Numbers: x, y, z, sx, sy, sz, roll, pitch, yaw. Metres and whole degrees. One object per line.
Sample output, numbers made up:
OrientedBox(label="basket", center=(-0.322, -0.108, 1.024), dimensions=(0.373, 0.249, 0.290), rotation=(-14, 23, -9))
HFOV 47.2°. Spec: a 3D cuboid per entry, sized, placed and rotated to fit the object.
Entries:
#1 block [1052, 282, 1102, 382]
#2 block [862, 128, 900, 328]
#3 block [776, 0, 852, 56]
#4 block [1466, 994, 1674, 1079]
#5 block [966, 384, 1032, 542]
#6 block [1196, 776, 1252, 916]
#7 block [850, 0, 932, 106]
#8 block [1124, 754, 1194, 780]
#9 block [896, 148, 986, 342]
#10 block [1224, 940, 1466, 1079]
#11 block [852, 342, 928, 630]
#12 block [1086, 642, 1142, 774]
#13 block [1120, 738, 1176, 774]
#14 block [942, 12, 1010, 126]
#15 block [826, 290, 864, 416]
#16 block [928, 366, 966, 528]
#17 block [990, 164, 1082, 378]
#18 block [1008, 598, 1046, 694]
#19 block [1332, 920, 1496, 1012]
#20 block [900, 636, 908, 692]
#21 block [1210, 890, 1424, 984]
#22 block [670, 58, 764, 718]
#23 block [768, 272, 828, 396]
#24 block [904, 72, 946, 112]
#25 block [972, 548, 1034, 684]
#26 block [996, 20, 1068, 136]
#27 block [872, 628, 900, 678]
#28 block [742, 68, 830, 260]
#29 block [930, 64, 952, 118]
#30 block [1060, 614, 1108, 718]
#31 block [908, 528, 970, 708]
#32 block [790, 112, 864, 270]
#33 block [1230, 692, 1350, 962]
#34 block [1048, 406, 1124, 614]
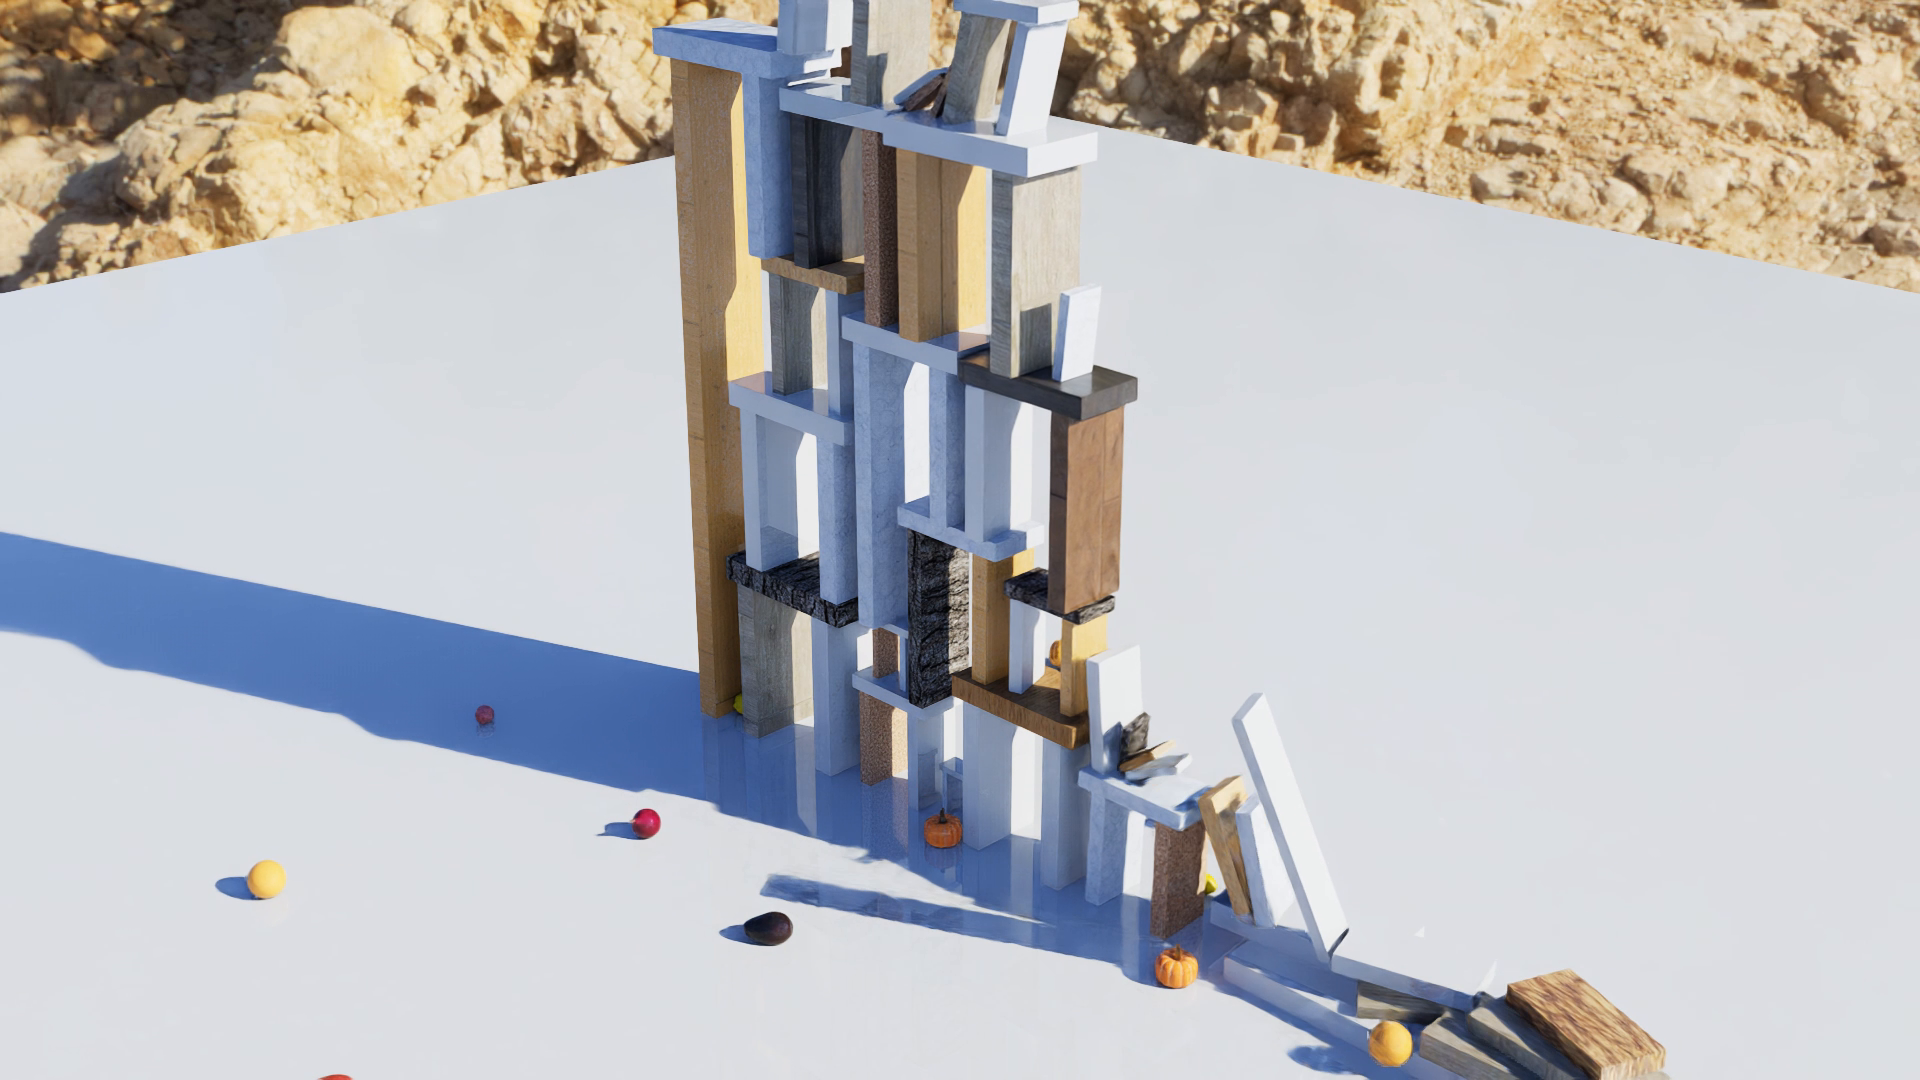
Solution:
OrientedBox(label="block", center=(0.204, -0.363, 3.849), dimensions=(0.081, 0.161, 0.023), rotation=(-21, 37, -41))
OrientedBox(label="block", center=(-0.111, -0.592, 4.093), dimensions=(0.148, 0.368, 0.042), rotation=(-21, 31, -41))
OrientedBox(label="block", center=(-0.260, -1.060, 4.063), dimensions=(0.153, 0.306, 0.043), rotation=(-21, 37, -41))
OrientedBox(label="block", center=(1.024, 0.851, 3.465), dimensions=(0.124, 0.035, 0.479), rotation=(-16, 27, -33))
OrientedBox(label="block", center=(0.072, -0.161, 4.070), dimensions=(0.042, 0.299, 0.149), rotation=(17, 28, 35))
OrientedBox(label="block", center=(0.499, 0.547, 3.945), dimensions=(0.031, 0.221, 0.111), rotation=(-15, 7, 39))
OrientedBox(label="block", center=(-0.121, -0.977, 3.943), dimensions=(0.043, 0.373, 0.153), rotation=(26, 34, 38))
OrientedBox(label="block", center=(0.362, 0.413, 4.009), dimensions=(0.113, 0.016, 0.057), rotation=(-12, 12, 37))
OrientedBox(label="block", center=(-0.032, -0.554, 4.023), dimensions=(0.176, 0.353, 0.050), rotation=(-21, 31, -41))
OrientedBox(label="block", center=(0.882, 0.873, 3.642), dimensions=(0.995, 0.048, 0.170), rotation=(21, 31, 40))
OrientedBox(label="block", center=(-0.132, -0.120, 4.319), dimensions=(0.155, 0.589, 0.044), rotation=(-21, 31, -41))
OrientedBox(label="block", center=(0.286, 0.309, 4.045), dimensions=(0.111, 0.221, 0.031), rotation=(-21, 25, -40))
OrientedBox(label="block", center=(0.340, 0.391, 3.983), dimensions=(0.057, 0.016, 0.113), rotation=(-25, -5, -33))
OrientedBox(label="block", center=(0.030, -0.828, 3.836), dimensions=(0.099, 0.197, 0.028), rotation=(-22, 45, -41))
OrientedBox(label="block", center=(-0.202, -0.378, 4.285), dimensions=(0.035, 0.248, 0.124), rotation=(21, 31, 40))
OrientedBox(label="block", center=(0.013, -0.192, 4.130), dimensions=(0.155, 0.310, 0.044), rotation=(-21, 31, -41))
OrientedBox(label="block", center=(0.134, -0.484, 3.874), dimensions=(0.050, 0.365, 0.176), rotation=(21, 31, 40))
OrientedBox(label="block", center=(0.128, 0.184, 4.162), dimensions=(0.027, 0.193, 0.096), rotation=(13, 26, 26))
OrientedBox(label="block", center=(0.775, 0.726, 3.758), dimensions=(0.247, 0.035, 0.124), rotation=(13, 26, 27))
OrientedBox(label="block", center=(-0.094, 0.239, 4.423), dimensions=(0.017, 0.120, 0.060), rotation=(21, 31, 41))
OrientedBox(label="block", center=(0.640, 0.690, 3.950), dimensions=(0.339, 0.048, 0.170), rotation=(18, 29, 36))
OrientedBox(label="block", center=(-0.492, -0.300, 4.627), dimensions=(0.050, 1.439, 0.177), rotation=(19, 30, 37))
OrientedBox(label="block", center=(-0.319, -0.423, 4.390), dimensions=(0.124, 0.248, 0.035), rotation=(-20, 30, -39))
OrientedBox(label="block", center=(-0.045, -0.802, 3.926), dimensions=(0.057, 0.016, 0.113), rotation=(-22, -5, -41))
OrientedBox(label="block", center=(0.082, 0.132, 4.194), dimensions=(0.037, 0.263, 0.131), rotation=(21, 30, 40))
OrientedBox(label="block", center=(0.123, -0.792, 3.752), dimensions=(0.099, 0.197, 0.028), rotation=(-22, 46, -41))
OrientedBox(label="block", center=(-0.150, 0.217, 4.475), dimensions=(0.060, 0.120, 0.017), rotation=(-21, 31, -41))
OrientedBox(label="block", center=(-0.332, -0.738, 4.271), dimensions=(0.177, 0.355, 0.050), rotation=(-21, 31, -40))
OrientedBox(label="block", center=(-0.008, -0.802, 3.884), dimensions=(0.057, 0.121, 0.016), rotation=(-22, 61, -41))
OrientedBox(label="block", center=(0.229, 0.223, 4.071), dimensions=(0.027, 0.193, 0.096), rotation=(21, 31, 40))
OrientedBox(label="block", center=(-0.042, 0.137, 4.332), dimensions=(0.131, 0.379, 0.037), rotation=(-21, 31, -40))
OrientedBox(label="block", center=(-0.252, -0.679, 4.208), dimensions=(0.042, 0.296, 0.148), rotation=(21, 31, 40))
OrientedBox(label="block", center=(0.565, 0.493, 3.738), dimensions=(0.023, 0.505, 0.081), rotation=(-3, 29, 40))
OrientedBox(label="block", center=(0.226, -0.067, 3.951), dimensions=(0.042, 0.379, 0.149), rotation=(21, 31, 40))
